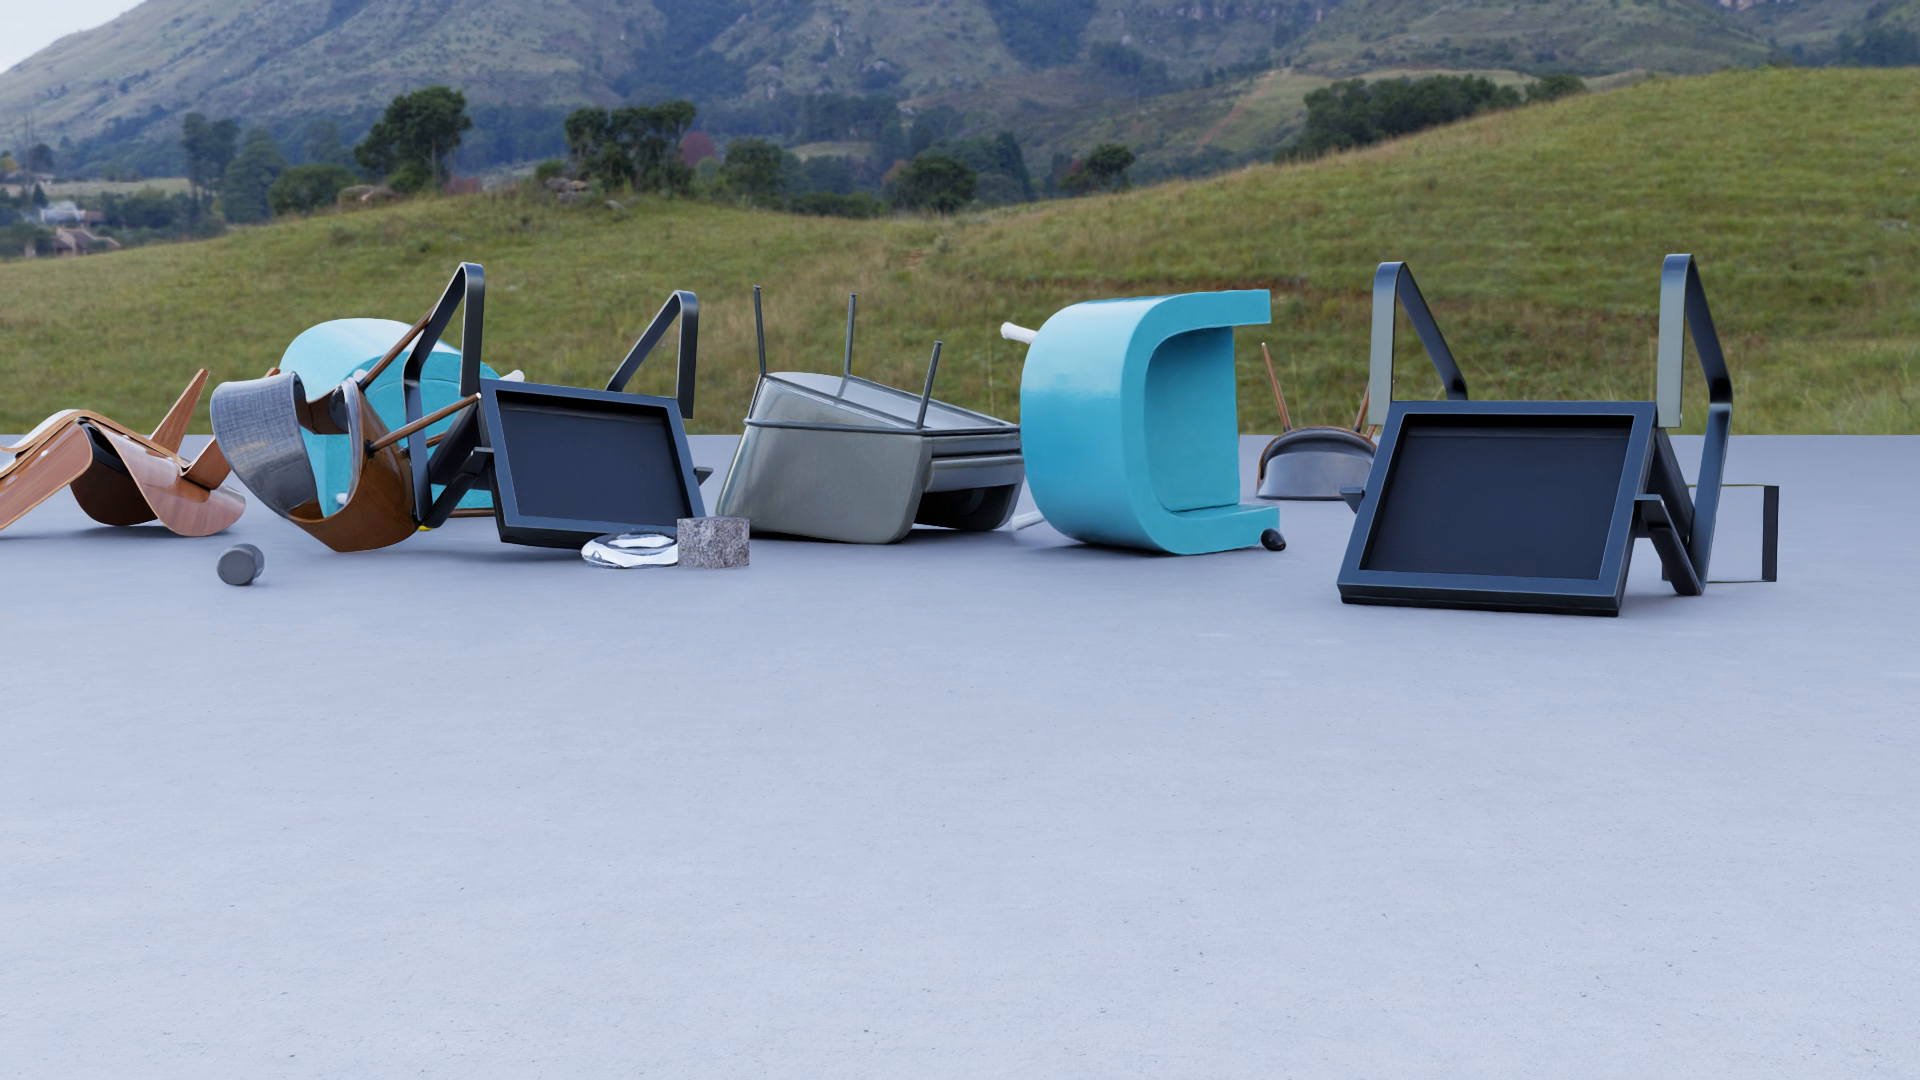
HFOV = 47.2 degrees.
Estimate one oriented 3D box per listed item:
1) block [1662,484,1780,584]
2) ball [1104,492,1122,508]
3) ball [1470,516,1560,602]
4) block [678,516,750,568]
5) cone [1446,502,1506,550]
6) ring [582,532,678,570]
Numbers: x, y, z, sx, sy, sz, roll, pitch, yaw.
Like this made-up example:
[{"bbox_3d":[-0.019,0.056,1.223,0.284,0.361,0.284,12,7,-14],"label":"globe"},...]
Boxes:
[{"bbox_3d":[1.776,-0.016,5.139,0.236,0.224,0.105,-1,4,-14],"label":"block"},{"bbox_3d":[0.572,-0.150,8.236,0.067,0.067,0.067,0,4,0],"label":"ball"},{"bbox_3d":[1.176,0.038,4.663,0.182,0.182,0.182,0,4,0],"label":"ball"},{"bbox_3d":[-0.625,0.006,5.579,0.122,0.121,0.135,3,5,35],"label":"block"},{"bbox_3d":[1.483,-0.061,6.181,0.244,0.105,0.204,-14,28,-29],"label":"cone"},{"bbox_3d":[-0.819,0.026,5.630,0.258,0.053,0.363,10,13,25],"label":"ring"}]
